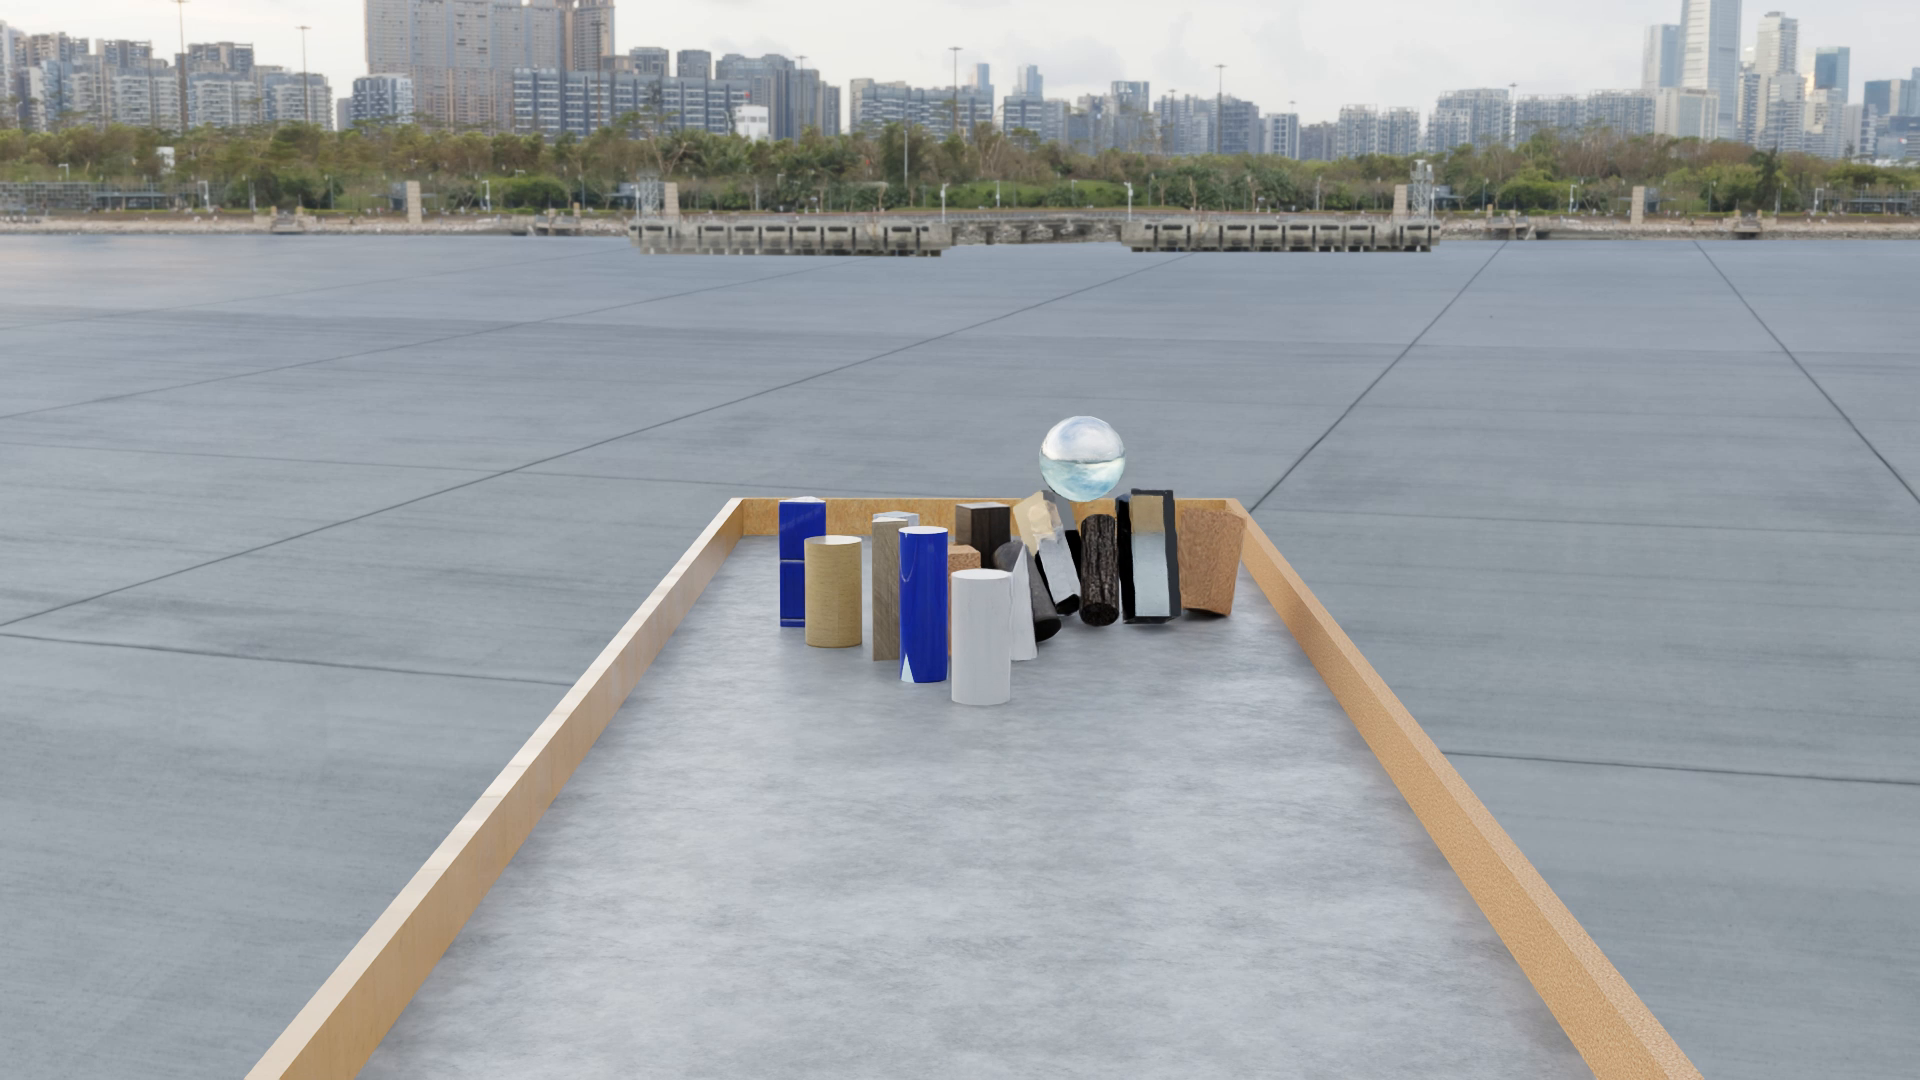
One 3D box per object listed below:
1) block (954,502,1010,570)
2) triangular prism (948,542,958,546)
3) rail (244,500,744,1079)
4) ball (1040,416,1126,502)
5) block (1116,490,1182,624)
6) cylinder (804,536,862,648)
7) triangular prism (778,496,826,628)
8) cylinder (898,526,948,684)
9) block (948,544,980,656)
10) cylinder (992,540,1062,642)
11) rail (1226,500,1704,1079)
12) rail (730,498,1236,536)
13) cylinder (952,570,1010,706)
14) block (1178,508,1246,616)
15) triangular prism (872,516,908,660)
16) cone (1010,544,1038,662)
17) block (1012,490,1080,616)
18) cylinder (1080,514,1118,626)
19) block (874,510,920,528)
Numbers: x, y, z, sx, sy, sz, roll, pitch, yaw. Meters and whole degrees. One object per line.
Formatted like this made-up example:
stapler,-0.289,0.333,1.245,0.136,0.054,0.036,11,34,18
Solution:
block,0.075,0.085,7.180,0.137,0.400,0.137,-4,8,-22
triangular prism,-0.045,0.164,6.987,0.140,0.308,0.122,5,9,38
rail,-1.004,0.839,3.234,0.050,0.150,12.000,0,9,1
ball,0.407,-0.270,7.326,0.288,0.288,0.288,0,9,0
block,0.617,0.055,7.219,0.147,0.419,0.147,1,-12,-18
cylinder,-0.399,0.162,6.934,0.180,0.329,0.180,0,9,0
triangular prism,-0.506,0.070,7.242,0.153,0.415,0.133,1,9,7
cylinder,-0.106,0.188,6.424,0.143,0.439,0.143,0,9,0
block,-0.029,0.187,6.814,0.153,0.318,0.153,-2,9,-12
cylinder,0.210,0.163,7.002,0.126,0.126,0.312,-4,53,-26
rail,1.046,0.843,3.208,0.050,0.150,12.000,0,9,1
rail,0.099,-0.098,9.147,2.100,0.150,0.050,0,9,1
cylinder,0.059,0.271,6.167,0.167,0.355,0.167,0,9,0
block,0.828,0.073,7.383,0.157,0.333,0.157,6,-6,34
triangular prism,-0.225,0.146,6.721,0.113,0.427,0.098,-3,9,-18
cone,0.174,0.175,6.710,0.172,0.353,0.172,7,12,-1
block,0.320,0.043,7.387,0.136,0.391,0.136,-32,-28,35
cylinder,0.462,0.098,7.288,0.126,0.126,0.380,1,50,3
block,-0.207,0.102,7.169,0.106,0.375,0.106,9,13,44
